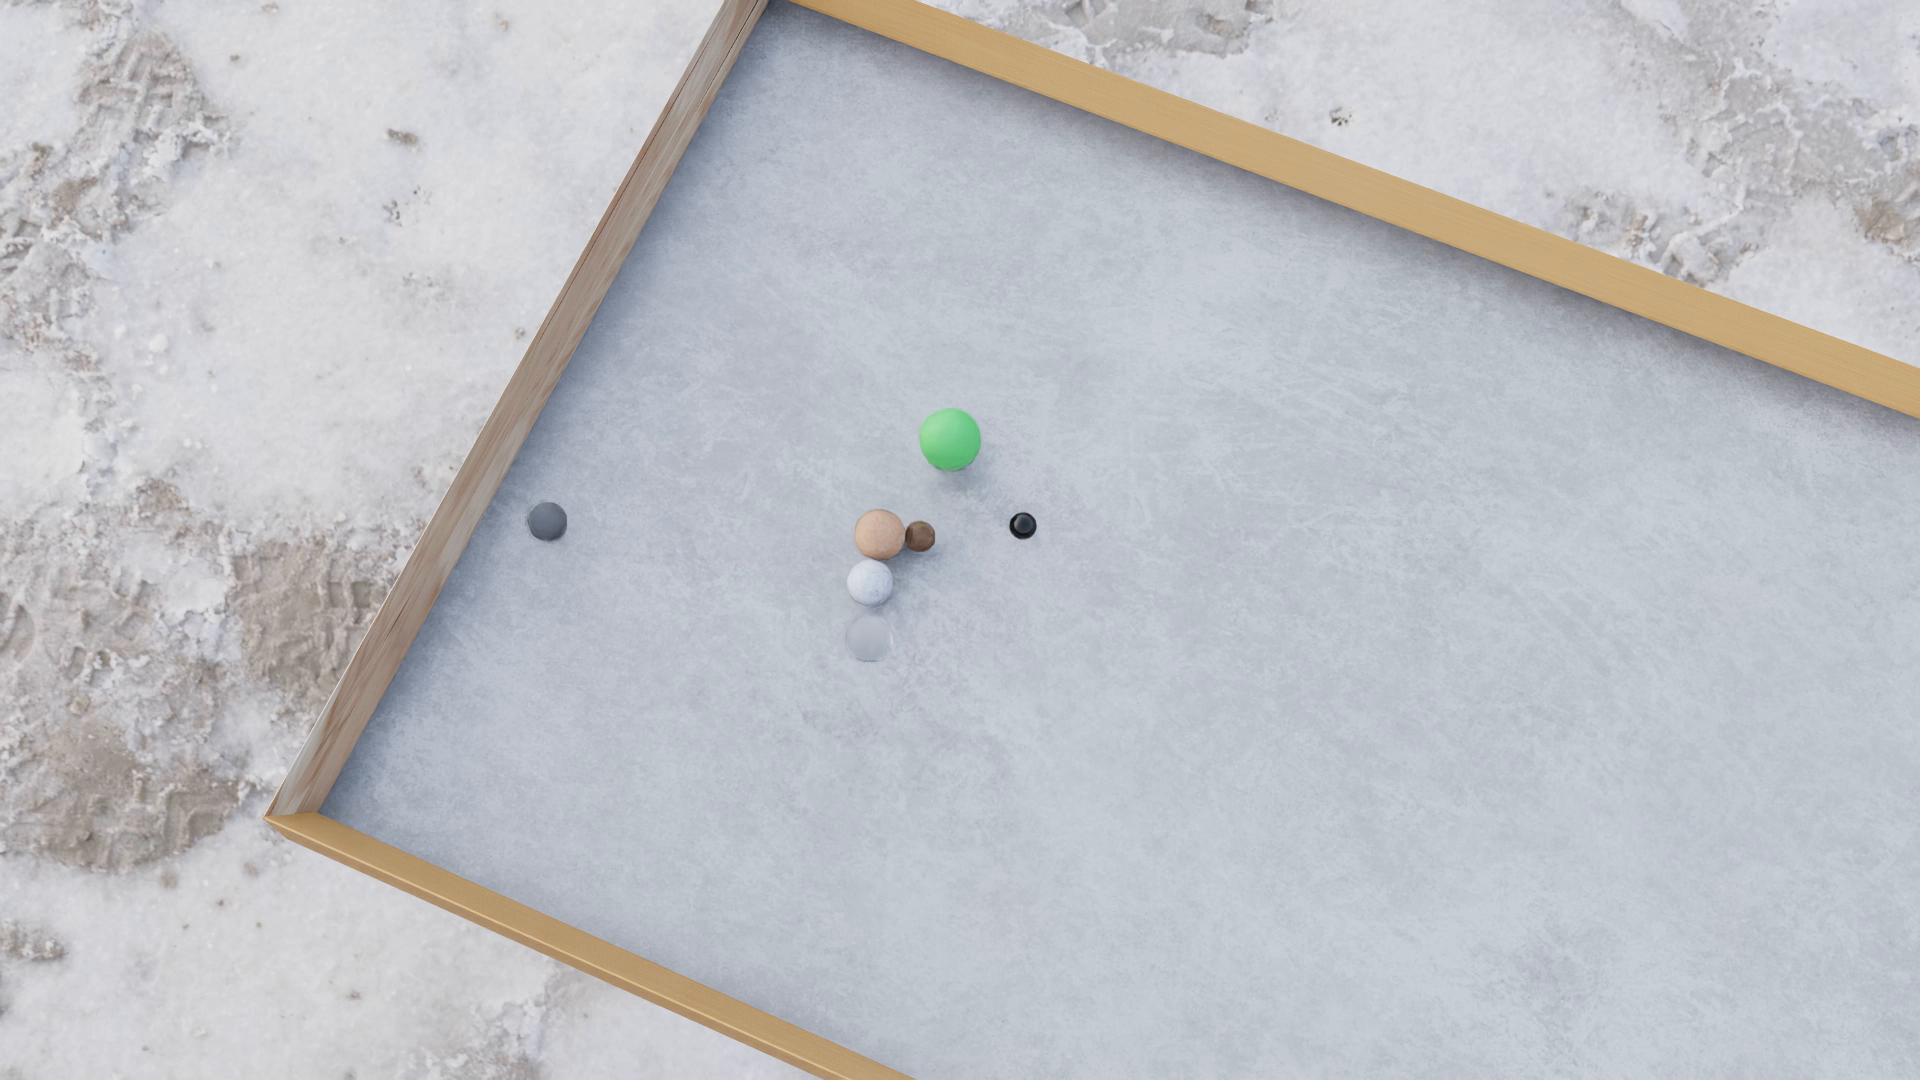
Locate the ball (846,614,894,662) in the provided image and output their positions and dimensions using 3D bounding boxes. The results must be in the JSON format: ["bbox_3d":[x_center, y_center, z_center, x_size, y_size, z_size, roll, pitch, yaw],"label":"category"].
[{"bbox_3d":[-0.141,0.153,3.415,0.074,0.074,0.074,0,68,0],"label":"ball"}]

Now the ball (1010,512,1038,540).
[{"bbox_3d":[0.100,-0.022,3.500,0.045,0.045,0.045,0,68,0],"label":"ball"}]

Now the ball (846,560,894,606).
[{"bbox_3d":[-0.141,0.067,3.449,0.074,0.074,0.074,0,68,0],"label":"ball"}]

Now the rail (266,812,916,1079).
[{"bbox_3d":[0.359,0.964,3.063,2.990,0.129,0.045,22,70,8],"label":"rail"}]

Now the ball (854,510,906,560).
[{"bbox_3d":[-0.127,-0.008,3.475,0.082,0.082,0.082,0,68,0],"label":"ball"}]

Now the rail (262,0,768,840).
[{"bbox_3d":[-0.664,-0.280,3.555,0.045,0.129,1.684,22,70,8],"label":"rail"}]

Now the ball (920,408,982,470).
[{"bbox_3d":[-0.016,-0.160,3.525,0.099,0.099,0.099,0,68,0],"label":"ball"}]

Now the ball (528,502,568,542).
[{"bbox_3d":[-0.655,-0.029,3.493,0.063,0.063,0.063,0,68,0],"label":"ball"}]

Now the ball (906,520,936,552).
[{"bbox_3d":[-0.063,-0.006,3.491,0.049,0.049,0.049,0,68,0],"label":"ball"}]

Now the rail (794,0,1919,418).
[{"bbox_3d":[1.012,-0.432,3.616,2.990,0.129,0.045,22,70,8],"label":"rail"}]
